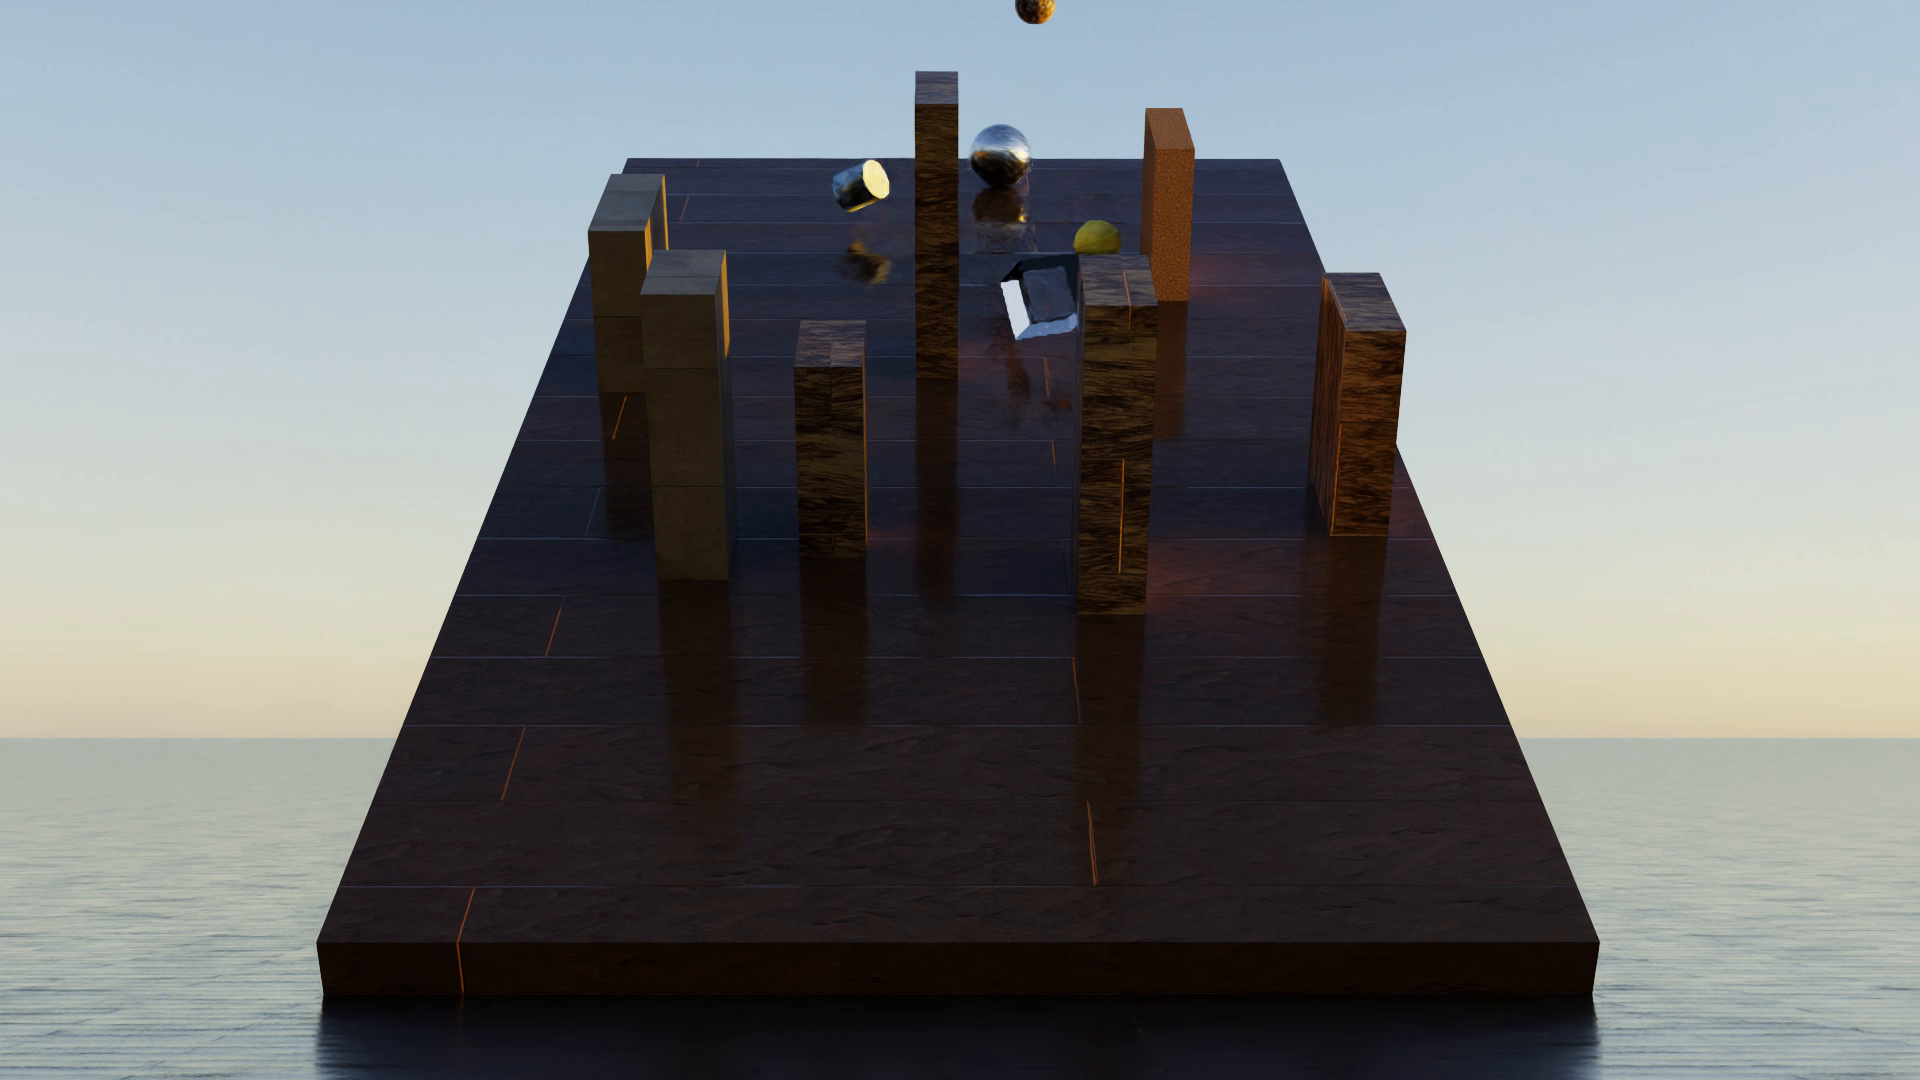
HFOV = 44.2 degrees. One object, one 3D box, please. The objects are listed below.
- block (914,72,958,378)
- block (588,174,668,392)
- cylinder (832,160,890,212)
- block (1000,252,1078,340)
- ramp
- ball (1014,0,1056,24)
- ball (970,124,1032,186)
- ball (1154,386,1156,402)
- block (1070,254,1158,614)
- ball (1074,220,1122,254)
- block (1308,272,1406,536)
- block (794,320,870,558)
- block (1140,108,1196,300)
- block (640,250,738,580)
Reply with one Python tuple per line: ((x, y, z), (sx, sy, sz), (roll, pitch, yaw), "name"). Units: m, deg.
((-0.055, -0.753, 5.674), (0.101, 0.679, 0.276), (0, 27, 0), "block")
((-0.793, -0.626, 5.723), (0.132, 0.403, 0.423), (0, 27, 0), "block")
((-0.279, -0.992, 6.634), (0.114, 0.114, 0.114), (-18, -14, 36), "cylinder")
((0.214, -0.606, 5.896), (0.154, 0.154, 0.154), (-10, -11, -19), "block")
((-0.010, -0.227, 5.495), (2.000, 0.100, 4.000), (0, 27, 0), "ramp")
((0.214, -1.527, 6.735), (0.119, 0.119, 0.119), (0, -5, 0), "ball")
((0.119, -1.135, 6.986), (0.183, 0.183, 0.183), (0, -5, 0), "ball")
((0.376, -0.333, 5.432), (0.147, 0.147, 0.147), (0, -5, 0), "ball")
((0.297, -0.204, 4.620), (0.134, 0.646, 0.274), (0, 27, 0), "block")
((0.370, -0.799, 6.380), (0.128, 0.128, 0.128), (0, -5, 0), "ball")
((0.834, -0.290, 5.001), (0.121, 0.459, 0.339), (0, 27, 0), "block")
((-0.262, -0.209, 4.875), (0.135, 0.422, 0.249), (0, 27, 0), "block")
((0.545, -0.889, 6.248), (0.099, 0.409, 0.365), (0, 27, 0), "block")
((-0.538, -0.249, 4.744), (0.142, 0.611, 0.250), (0, 27, 0), "block")
